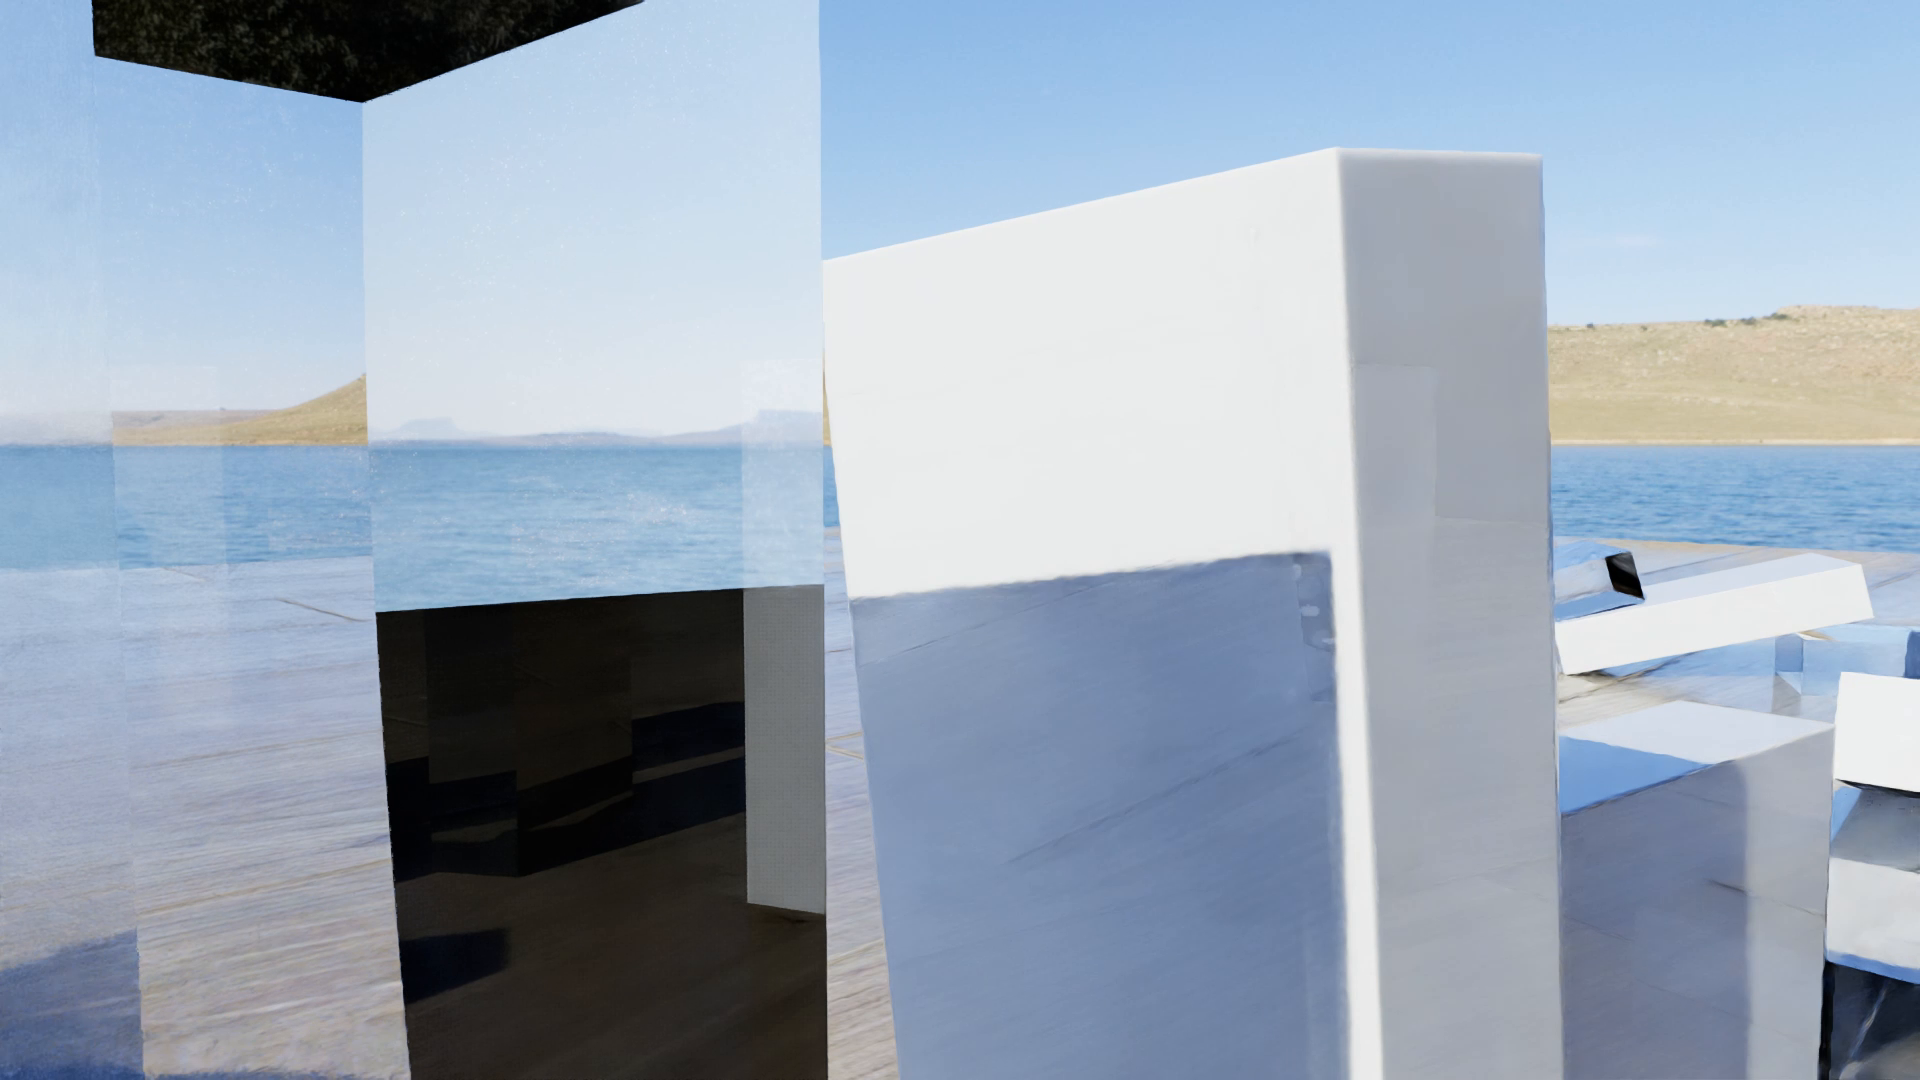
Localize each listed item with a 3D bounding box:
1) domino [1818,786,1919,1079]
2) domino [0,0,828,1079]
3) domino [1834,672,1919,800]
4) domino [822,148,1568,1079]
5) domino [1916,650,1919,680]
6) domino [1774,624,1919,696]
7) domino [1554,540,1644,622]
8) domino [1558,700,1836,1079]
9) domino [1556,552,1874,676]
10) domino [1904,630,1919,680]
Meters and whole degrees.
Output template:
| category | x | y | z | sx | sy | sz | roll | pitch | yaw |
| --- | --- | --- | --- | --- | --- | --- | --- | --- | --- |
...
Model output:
| category | x | y | z | sx | sy | sz | roll | pitch | yaw |
| --- | --- | --- | --- | --- | --- | --- | --- | --- | --- |
| domino | 0.075 | 0.030 | 0.099 | 0.050 | 0.009 | 0.025 | -4 | 6 | -41 |
| domino | -0.015 | 0.016 | 0.025 | 0.025 | 0.050 | 0.010 | 4 | 6 | 40 |
| domino | 0.104 | 0.022 | 0.122 | 0.050 | 0.009 | 0.025 | 17 | -8 | -43 |
| domino | 0.008 | 0.014 | 0.047 | 0.009 | 0.050 | 0.025 | -11 | 10 | -36 |
| domino | 0.157 | 0.018 | 0.173 | 0.025 | 0.010 | 0.050 | 9 | -6 | 13 |
| domino | 0.171 | 0.021 | 0.219 | 0.050 | 0.009 | 0.025 | 2 | 5 | 23 |
| domino | 0.102 | 0.012 | 0.251 | 0.050 | 0.009 | 0.025 | -16 | 2 | 8 |
| domino | 0.032 | 0.025 | 0.070 | 0.050 | 0.025 | 0.009 | -3 | 5 | -37 |
| domino | 0.137 | 0.014 | 0.240 | 0.050 | 0.010 | 0.025 | -14 | 0 | 17 |
| domino | 0.130 | 0.020 | 0.149 | 0.050 | 0.010 | 0.025 | 16 | -8 | -43 |
